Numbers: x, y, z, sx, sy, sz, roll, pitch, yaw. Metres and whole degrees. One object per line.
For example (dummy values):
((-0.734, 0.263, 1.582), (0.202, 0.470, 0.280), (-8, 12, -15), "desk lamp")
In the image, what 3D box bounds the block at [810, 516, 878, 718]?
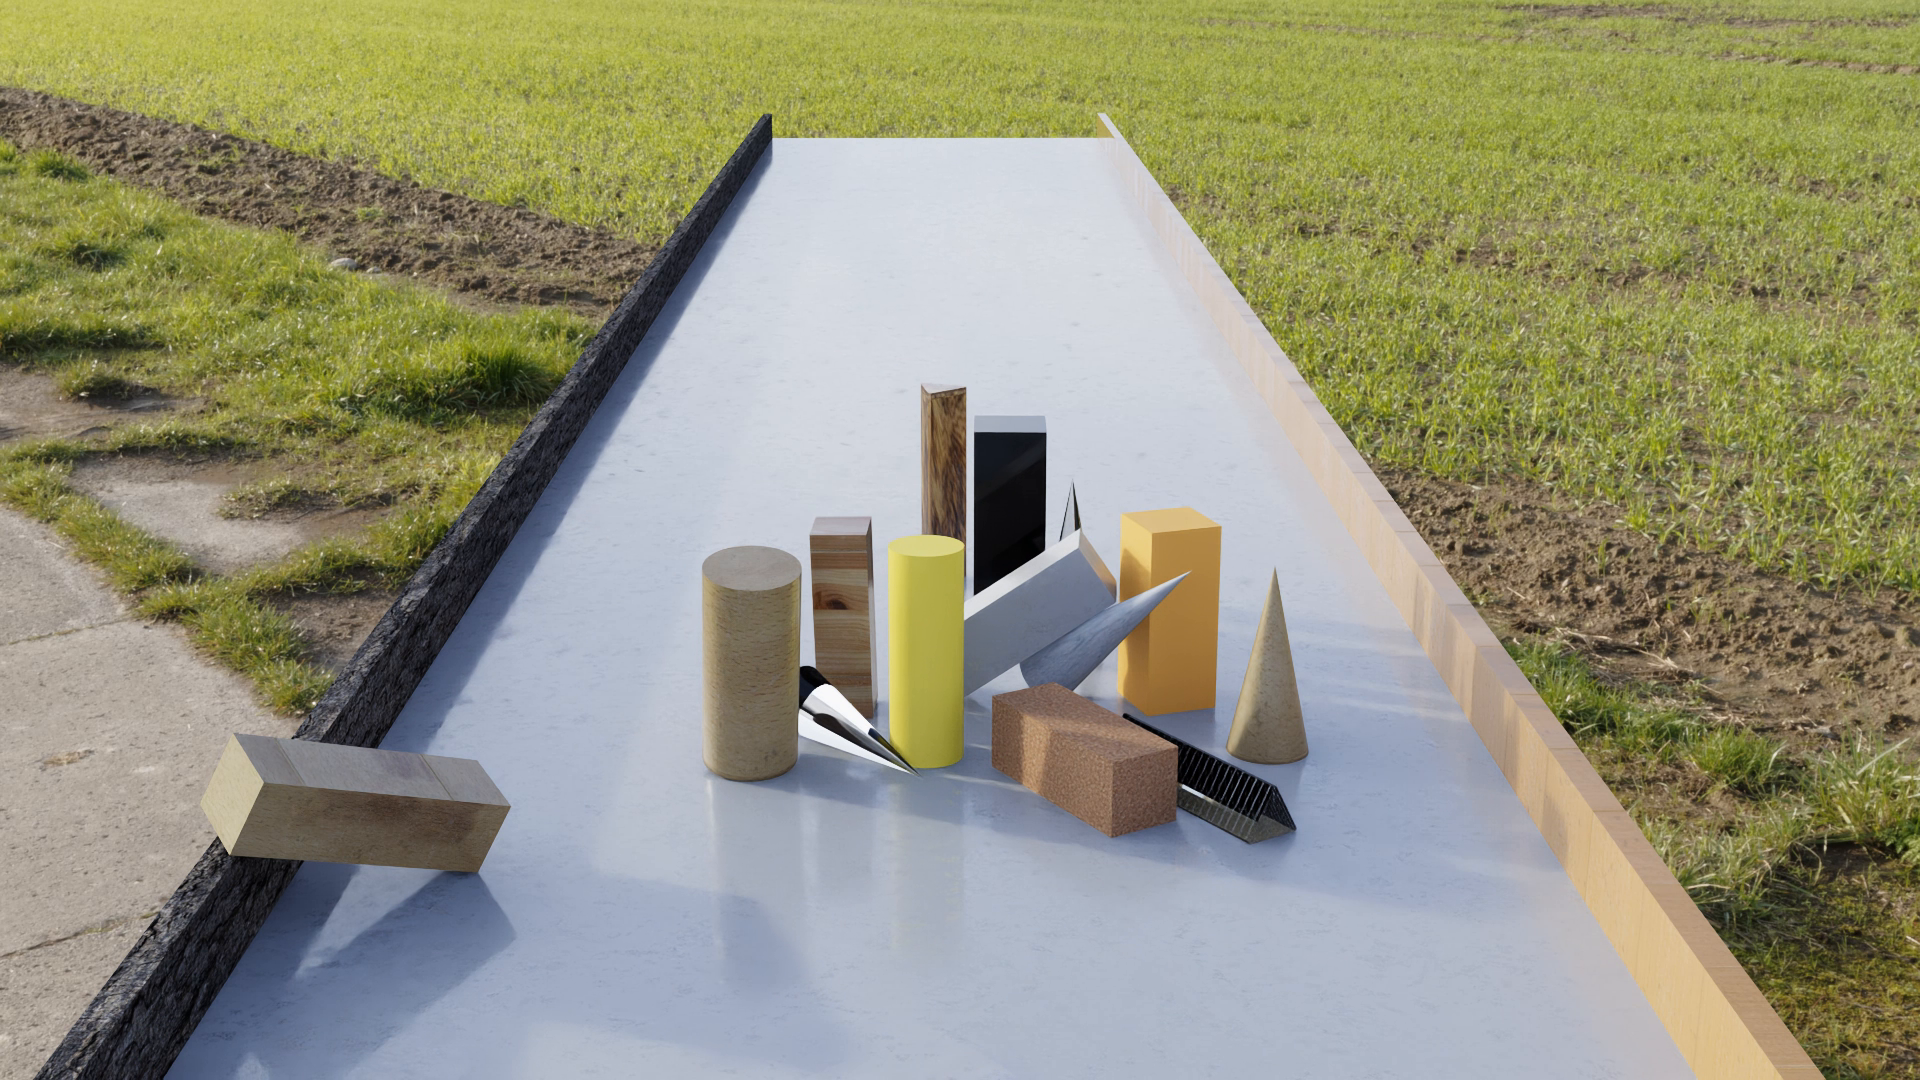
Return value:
((-0.215, 0.144, 4.093), (0.103, 0.363, 0.103), (0, 20, 3), "block")

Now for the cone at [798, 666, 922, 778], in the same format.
((-0.183, 0.352, 3.933), (0.336, 0.128, 0.128), (28, 31, 37), "cone")

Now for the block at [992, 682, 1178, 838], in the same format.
((0.208, 0.370, 3.751), (0.132, 0.132, 0.361), (-10, 19, -31), "block")

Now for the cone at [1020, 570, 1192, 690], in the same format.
((0.289, 0.154, 4.073), (0.415, 0.126, 0.126), (-38, -11, 39), "cone")

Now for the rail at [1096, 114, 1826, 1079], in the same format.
((0.932, -0.844, 7.801), (0.050, 0.150, 12.000), (0, 17, -1), "rail")

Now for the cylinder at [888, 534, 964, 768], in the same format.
((-0.059, 0.197, 3.881), (0.133, 0.390, 0.133), (0, 16, 0), "cylinder")

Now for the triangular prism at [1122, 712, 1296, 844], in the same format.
((0.401, 0.395, 3.737), (0.102, 0.088, 0.398), (-10, 19, -32), "triangular prism")

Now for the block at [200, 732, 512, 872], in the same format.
((-0.911, 0.403, 3.339), (0.426, 0.127, 0.127), (14, 21, -45), "block")

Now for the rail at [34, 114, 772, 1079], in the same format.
((-1.118, -0.838, 7.780), (0.050, 0.150, 12.000), (0, 17, -1), "rail")

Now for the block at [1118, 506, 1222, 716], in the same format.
((0.393, 0.133, 4.152), (0.141, 0.357, 0.141), (-6, 17, -19), "block")

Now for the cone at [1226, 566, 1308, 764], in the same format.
((0.553, 0.210, 3.911), (0.149, 0.348, 0.149), (0, 17, 0), "cone")

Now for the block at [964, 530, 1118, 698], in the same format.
((0.102, 0.148, 4.162), (0.384, 0.126, 0.126), (-33, 11, 13), "block")

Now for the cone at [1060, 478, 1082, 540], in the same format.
((0.222, 0.054, 4.393), (0.140, 0.371, 0.140), (0, 17, 0), "cone")

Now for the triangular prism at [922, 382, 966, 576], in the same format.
((-0.055, -0.128, 4.893), (0.105, 0.436, 0.091), (-13, 21, -38), "triangular prism")

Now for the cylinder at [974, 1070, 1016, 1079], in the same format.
((-0.086, 0.736, 2.536), (0.386, 0.123, 0.123), (-14, 21, -39), "cylinder")

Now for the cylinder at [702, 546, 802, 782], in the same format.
((-0.362, 0.214, 3.808), (0.169, 0.374, 0.169), (3, 26, -1), "cylinder")

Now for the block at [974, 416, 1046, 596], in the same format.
((0.103, -0.037, 4.604), (0.148, 0.425, 0.148), (0, 17, 1), "block")
